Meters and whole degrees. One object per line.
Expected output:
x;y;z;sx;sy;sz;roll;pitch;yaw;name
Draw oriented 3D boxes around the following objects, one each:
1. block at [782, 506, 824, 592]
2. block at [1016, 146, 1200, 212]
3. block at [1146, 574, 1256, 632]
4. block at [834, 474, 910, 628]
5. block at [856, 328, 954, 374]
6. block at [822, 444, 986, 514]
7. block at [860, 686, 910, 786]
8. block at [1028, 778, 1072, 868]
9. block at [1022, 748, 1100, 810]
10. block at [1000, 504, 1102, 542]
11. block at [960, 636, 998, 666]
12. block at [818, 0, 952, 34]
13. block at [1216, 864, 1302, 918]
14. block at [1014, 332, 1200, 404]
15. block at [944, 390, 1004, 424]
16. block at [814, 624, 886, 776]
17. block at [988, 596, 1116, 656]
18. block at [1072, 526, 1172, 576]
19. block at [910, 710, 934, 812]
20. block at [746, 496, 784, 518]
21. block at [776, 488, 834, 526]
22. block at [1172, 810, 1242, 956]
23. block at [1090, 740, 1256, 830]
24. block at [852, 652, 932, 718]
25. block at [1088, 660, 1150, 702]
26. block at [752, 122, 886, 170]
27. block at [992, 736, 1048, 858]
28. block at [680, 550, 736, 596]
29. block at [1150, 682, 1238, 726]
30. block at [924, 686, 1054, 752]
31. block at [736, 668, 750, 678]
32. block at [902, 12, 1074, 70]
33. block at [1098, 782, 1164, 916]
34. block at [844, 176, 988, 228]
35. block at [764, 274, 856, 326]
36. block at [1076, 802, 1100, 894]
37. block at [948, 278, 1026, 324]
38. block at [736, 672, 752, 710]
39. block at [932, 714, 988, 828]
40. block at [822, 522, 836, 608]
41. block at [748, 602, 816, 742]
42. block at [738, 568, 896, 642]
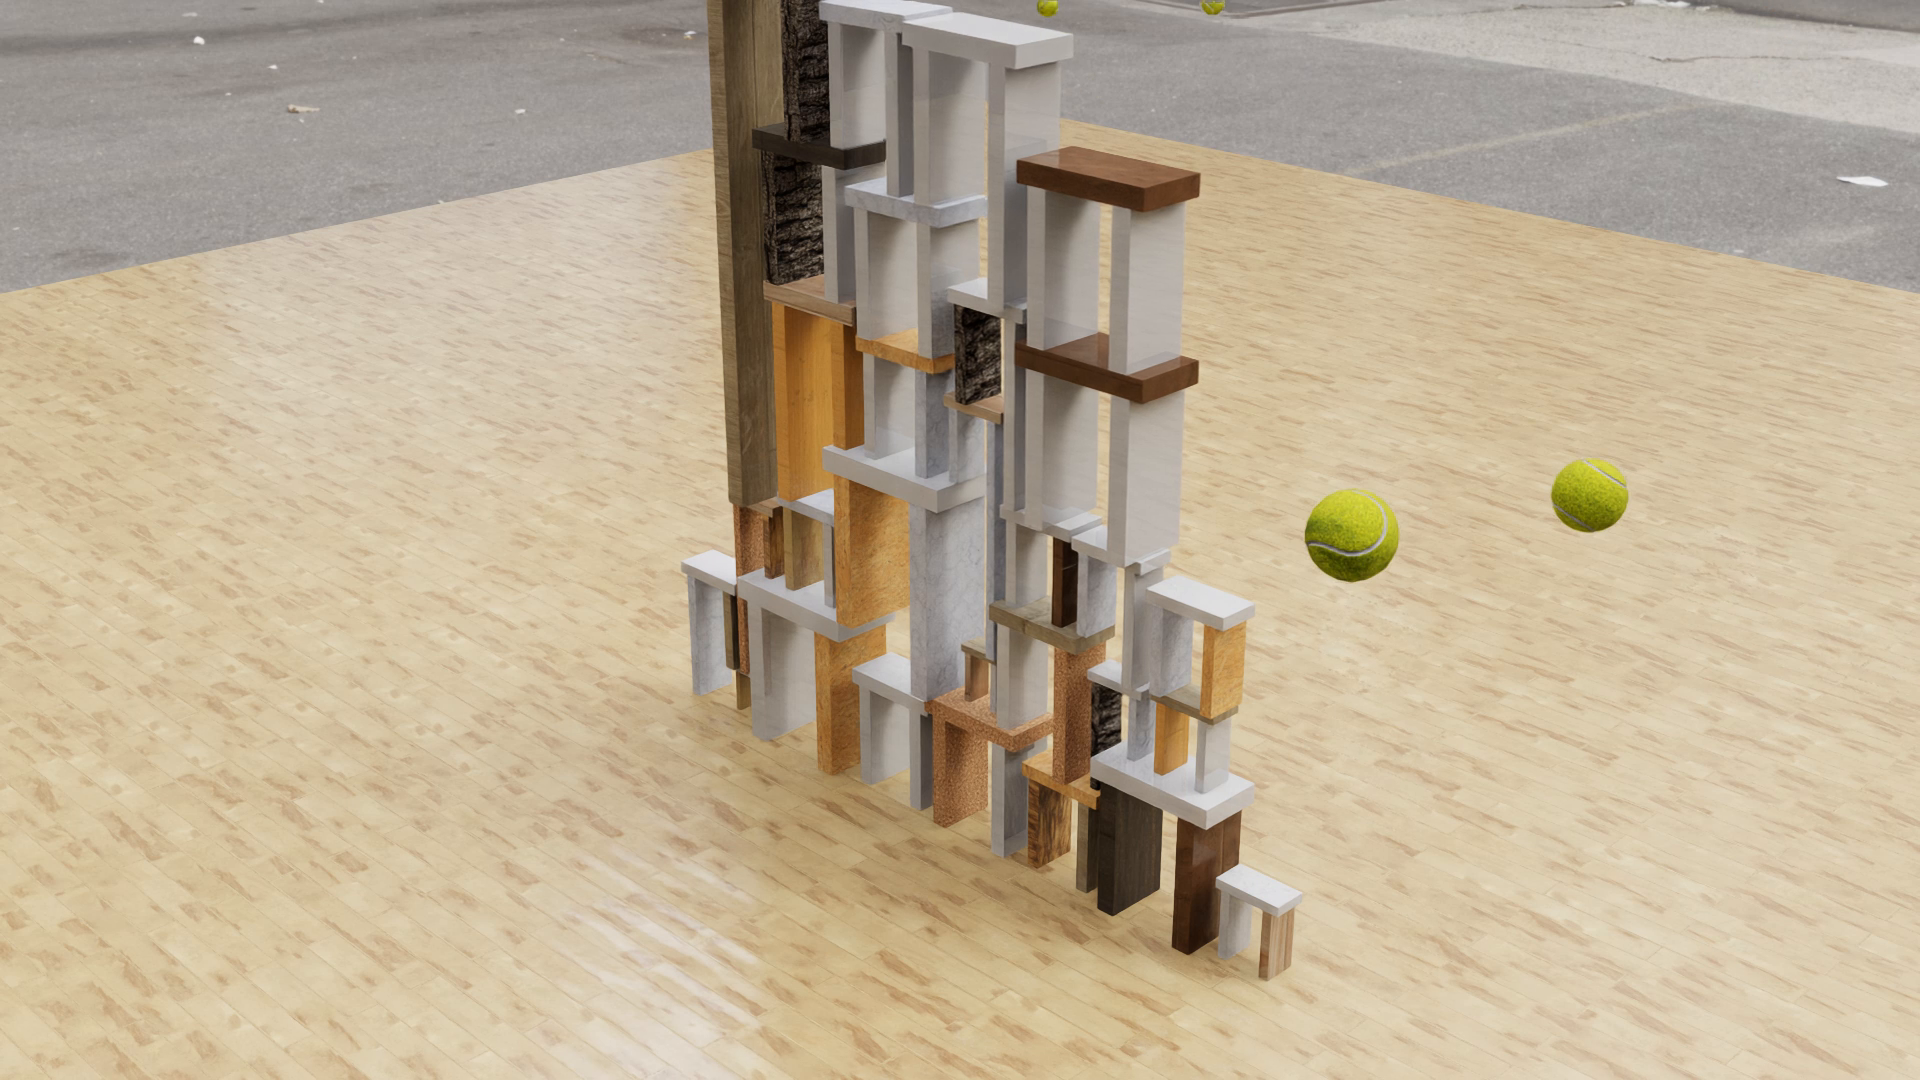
-0.323;0.006;4.580;0.026;0.184;0.092;21;31;41;block
0.247;-0.607;3.690;0.284;0.040;0.142;21;31;41;block
0.416;0.108;3.817;0.087;0.025;0.174;-21;31;-40;block
-0.176;0.002;4.413;0.161;0.322;0.046;-21;31;-41;block
-0.086;-0.363;4.158;0.106;0.030;0.212;-21;31;-40;block
-0.100;-0.138;4.271;0.161;0.046;0.322;-21;31;-40;block
-0.156;0.388;4.563;0.031;0.221;0.111;21;31;41;block
0.175;0.533;4.262;0.027;0.190;0.095;21;31;41;block
0.219;0.450;4.179;0.095;0.027;0.190;-21;31;-41;block
0.166;-0.042;4.031;0.175;0.025;0.087;21;31;41;block
0.057;0.216;4.258;0.103;0.015;0.052;21;31;40;block
-0.135;-0.950;3.967;0.115;0.033;0.230;-21;30;-39;block
0.531;0.623;3.911;0.140;0.020;0.070;21;31;41;block
0.252;-0.308;3.817;0.295;0.042;0.148;21;31;40;block
0.047;-0.251;4.070;0.074;0.021;0.148;-22;32;-40;block
-0.227;0.319;4.602;0.045;0.319;0.159;21;31;41;block
0.170;0.150;4.098;0.219;0.031;0.109;21;31;40;block
0.287;0.017;3.921;0.164;0.023;0.082;21;31;40;block
-0.051;0.429;4.467;0.031;0.221;0.111;21;31;41;block
-0.414;-0.085;4.633;0.072;0.021;0.145;-21;31;-40;block
-0.279;-0.073;4.499;0.184;0.026;0.092;21;31;41;block
0.448;0.603;3.989;0.039;0.273;0.136;21;31;41;block
0.384;0.435;3.988;0.273;0.039;0.136;21;31;41;block
-0.103;0.292;4.465;0.221;0.031;0.111;21;31;41;block
0.302;0.255;4.010;0.129;0.018;0.064;21;31;40;block
-0.261;-0.756;4.194;0.131;0.037;0.263;-21;31;-41;block
0.116;0.488;4.298;0.034;0.243;0.122;21;31;41;block
-0.517;0.071;4.817;0.092;0.026;0.184;-21;31;-41;block
0.416;0.285;3.901;0.142;0.020;0.071;21;31;41;block
0.059;0.338;4.297;0.243;0.034;0.121;21;31;41;block
-0.451;0.285;4.832;0.047;0.013;0.094;-21;31;-40;block
0.046;-0.865;3.799;0.139;0.040;0.279;-21;32;-40;block
0.319;0.553;4.108;0.039;0.273;0.136;21;31;41;block
-0.081;-0.624;4.043;0.126;0.036;0.251;-22;30;-40;block
-0.251;-0.476;4.302;0.129;0.037;0.258;-21;31;-41;block
0.264;0.568;4.180;0.027;0.190;0.095;21;31;41;block
0.076;-0.431;3.952;0.188;0.027;0.094;22;32;40;block
-0.473;0.326;4.873;0.013;0.094;0.047;21;31;41;block
0.002;0.444;4.404;0.034;0.243;0.121;21;31;41;block
-0.236;0.040;4.500;0.092;0.184;0.026;-21;31;-41;block
-0.377;0.260;4.740;0.045;0.319;0.159;21;31;41;block
-0.302;0.122;4.600;0.159;0.045;0.319;-21;31;-41;block
